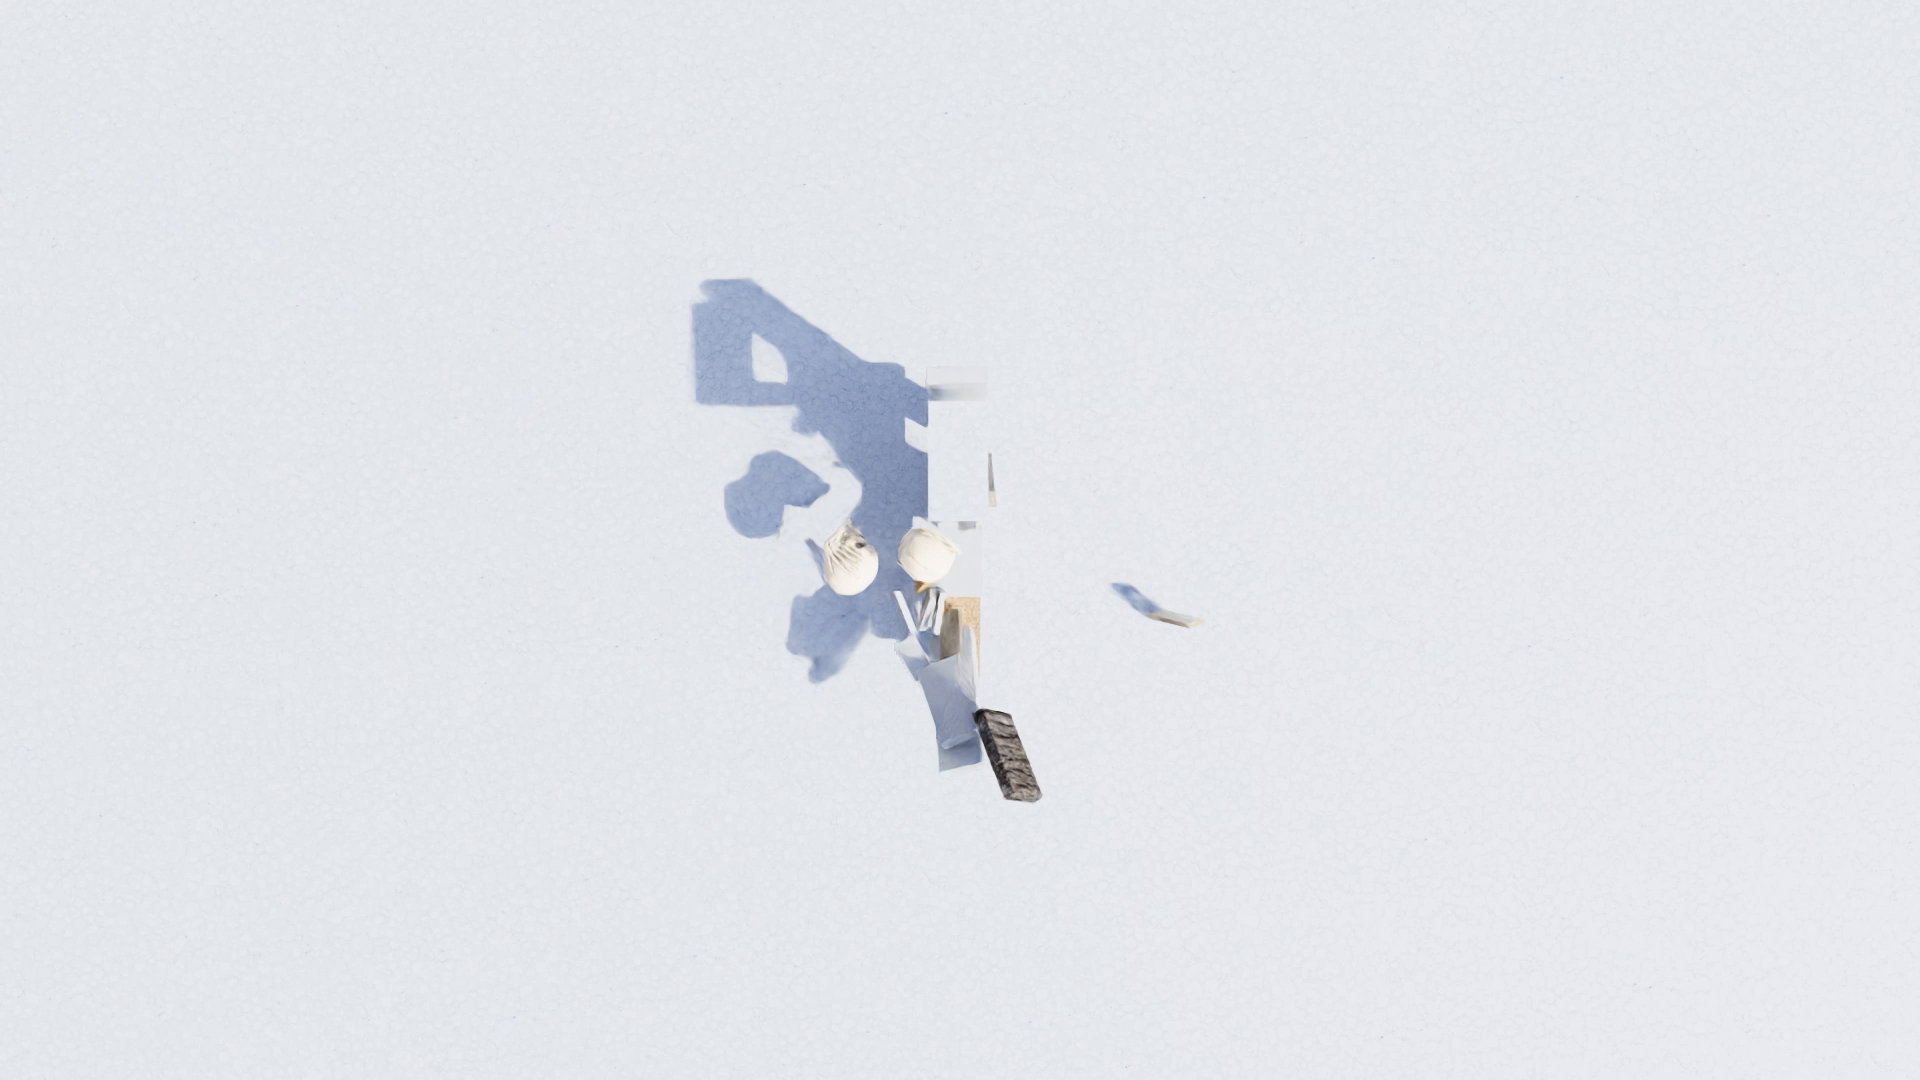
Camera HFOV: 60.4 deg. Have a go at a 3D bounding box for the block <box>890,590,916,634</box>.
[{"bbox_3d":[-0.176,0.224,5.149,0.020,0.071,0.142,-23,93,-13],"label":"block"}]

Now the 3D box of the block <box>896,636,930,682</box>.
[{"bbox_3d":[-0.139,0.369,5.122,0.066,0.019,0.132,-32,72,6],"label":"block"}]

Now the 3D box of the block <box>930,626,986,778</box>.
[{"bbox_3d":[-0.008,0.491,5.050,0.139,0.039,0.468,-16,55,16],"label":"block"}]

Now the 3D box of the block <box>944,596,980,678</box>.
[{"bbox_3d":[-0.001,0.305,5.225,0.128,0.036,0.256,1,90,0],"label":"block"}]

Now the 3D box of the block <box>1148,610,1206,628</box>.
[{"bbox_3d":[0.701,0.255,5.358,0.059,0.279,0.017,-16,99,-19],"label":"block"}]

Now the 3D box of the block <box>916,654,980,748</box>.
[{"bbox_3d":[-0.026,0.486,4.987,0.139,0.039,0.277,-22,51,1],"label":"block"}]

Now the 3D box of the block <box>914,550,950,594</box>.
[{"bbox_3d":[-0.088,0.099,5.157,0.020,0.071,0.142,27,126,-31],"label":"block"}]

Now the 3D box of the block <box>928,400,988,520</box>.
[{"bbox_3d":[-0.004,-0.217,4.524,0.163,0.046,0.327,0,93,2],"label":"block"}]

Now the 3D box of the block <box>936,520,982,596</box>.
[{"bbox_3d":[-0.002,0.035,5.198,0.141,0.040,0.282,1,90,0],"label":"block"}]

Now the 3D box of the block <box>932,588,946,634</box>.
[{"bbox_3d":[-0.068,0.221,5.152,0.019,0.066,0.132,7,100,-10],"label":"block"}]

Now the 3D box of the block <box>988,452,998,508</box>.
[{"bbox_3d":[0.017,-0.163,4.712,0.163,0.327,0.046,-8,112,2],"label":"block"}]

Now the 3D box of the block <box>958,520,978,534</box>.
[{"bbox_3d":[0.028,-0.075,4.997,0.058,0.017,0.117,-7,56,17],"label":"block"}]

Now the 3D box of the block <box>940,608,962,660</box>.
[{"bbox_3d":[-0.028,0.294,5.140,0.066,0.019,0.161,-16,55,21],"label":"block"}]

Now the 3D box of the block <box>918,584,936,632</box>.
[{"bbox_3d":[-0.102,0.212,5.180,0.020,0.071,0.142,11,129,-11],"label":"block"}]

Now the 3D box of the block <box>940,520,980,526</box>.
[{"bbox_3d":[0.000,-0.136,5.045,0.122,0.290,0.035,1,59,0],"label":"block"}]

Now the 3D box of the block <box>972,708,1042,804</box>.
[{"bbox_3d":[0.136,0.619,4.734,0.039,0.139,0.277,-37,57,26],"label":"block"}]

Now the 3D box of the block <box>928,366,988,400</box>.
[{"bbox_3d":[-0.005,-0.400,4.830,0.163,0.606,0.046,-2,80,0],"label":"block"}]
